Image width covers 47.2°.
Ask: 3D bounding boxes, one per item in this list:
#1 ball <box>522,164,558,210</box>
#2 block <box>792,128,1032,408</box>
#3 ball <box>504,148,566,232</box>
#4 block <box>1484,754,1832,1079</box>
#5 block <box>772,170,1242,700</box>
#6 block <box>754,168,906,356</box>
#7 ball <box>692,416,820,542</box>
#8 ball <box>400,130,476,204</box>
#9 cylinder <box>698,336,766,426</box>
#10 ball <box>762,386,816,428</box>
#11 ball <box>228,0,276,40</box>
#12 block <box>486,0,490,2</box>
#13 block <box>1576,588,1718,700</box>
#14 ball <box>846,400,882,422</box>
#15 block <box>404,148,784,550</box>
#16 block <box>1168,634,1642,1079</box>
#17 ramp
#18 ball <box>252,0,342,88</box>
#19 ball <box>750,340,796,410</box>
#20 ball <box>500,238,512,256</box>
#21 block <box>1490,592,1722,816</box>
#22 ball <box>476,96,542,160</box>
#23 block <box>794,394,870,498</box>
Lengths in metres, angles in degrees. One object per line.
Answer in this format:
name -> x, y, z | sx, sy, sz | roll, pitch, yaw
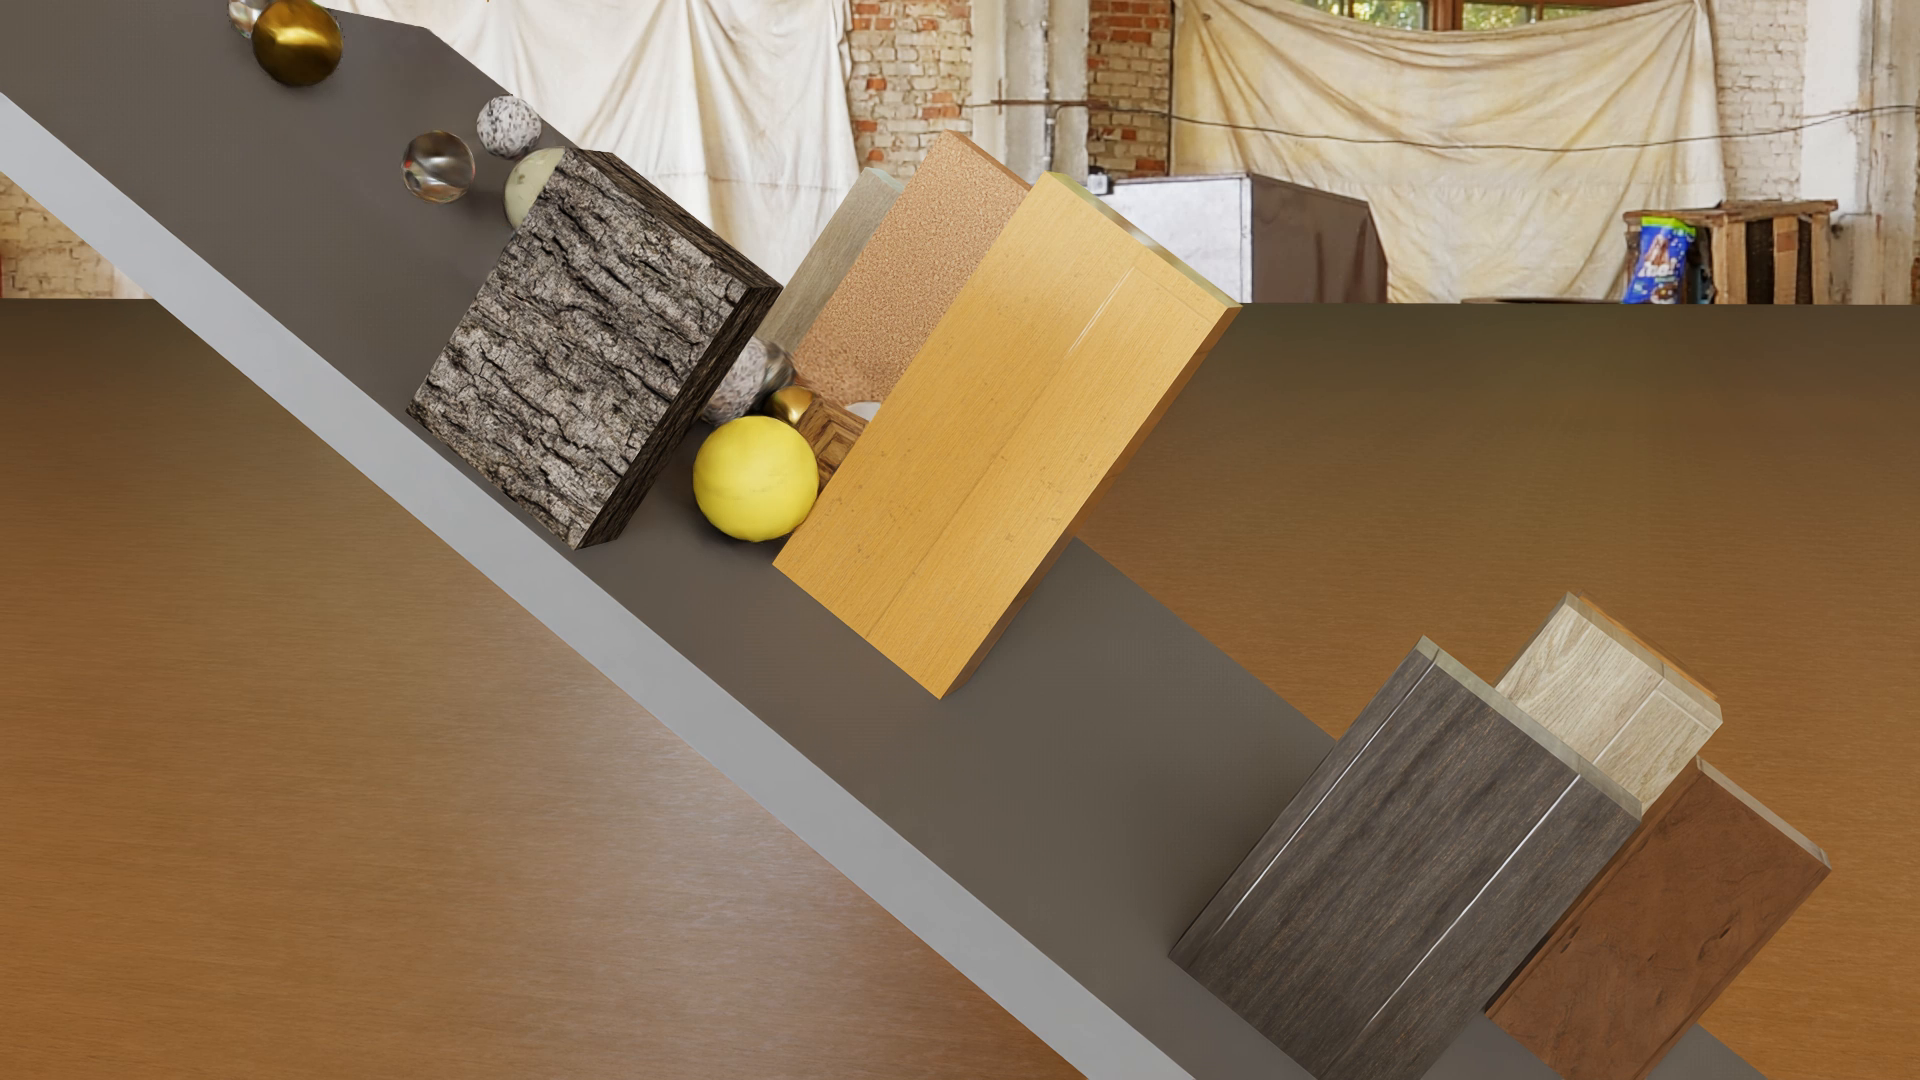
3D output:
ball -> -0.839, -0.712, 4.519 | 0.120, 0.120, 0.120 | 0, 7, 0
block -> -0.094, -0.487, 4.453 | 0.263, 0.641, 0.099 | 38, 16, 10
ball -> -0.796, -0.670, 4.335 | 0.203, 0.203, 0.203 | 0, 7, 0
block -> 1.222, 0.695, 3.875 | 0.275, 0.583, 0.121 | 38, 16, 10
block -> 0.070, -0.167, 3.586 | 0.362, 0.791, 0.141 | 38, 16, 10
block -> -0.176, -0.519, 4.750 | 0.346, 0.442, 0.108 | 38, 16, 10
ball -> -0.333, -0.100, 3.590 | 0.206, 0.206, 0.206 | 0, 7, 0
ball -> -0.987, -0.705, 4.160 | 0.137, 0.137, 0.137 | 0, 7, 0
cylinder -> -0.481, -0.322, 4.022 | 0.179, 0.179, 0.179 | 24, -9, -37
ball -> -0.316, -0.232, 4.204 | 0.127, 0.127, 0.127 | 0, 7, 0
ball -> -1.373, -1.053, 4.353 | 0.144, 0.144, 0.144 | 0, 7, 0
block -> -1.031, -1.215, 4.552 | 0.128, 0.128, 0.128 | 29, 5, 27
block -> 1.249, 0.446, 4.612 | 0.336, 0.608, 0.110 | 38, 16, 10
ball -> -0.177, -0.179, 4.241 | 0.178, 0.178, 0.178 | 0, 7, 0
block -> -0.539, -0.280, 3.233 | 0.337, 0.471, 0.141 | 38, 16, 10
block -> 0.644, 0.498, 3.214 | 0.389, 0.596, 0.126 | 38, 16, 10
ramp -> -0.070, 0.135, 4.072 | 4.000, 0.100, 2.000 | 38, 16, 10
ball -> -1.275, -0.958, 4.232 | 0.169, 0.169, 0.169 | 0, 7, 0
ball -> -0.389, -0.323, 4.299 | 0.138, 0.138, 0.138 | 0, 7, 0
ball -> -0.721, -0.466, 3.876 | 0.186, 0.186, 0.186 | 0, 7, 0
block -> 0.932, 0.463, 3.725 | 0.310, 0.700, 0.149 | 38, 16, 10
ball -> -0.905, -0.826, 4.411 | 0.127, 0.127, 0.127 | 0, 7, 0
block -> -0.225, -0.136, 4.052 | 0.161, 0.161, 0.161 | 27, 18, -30
